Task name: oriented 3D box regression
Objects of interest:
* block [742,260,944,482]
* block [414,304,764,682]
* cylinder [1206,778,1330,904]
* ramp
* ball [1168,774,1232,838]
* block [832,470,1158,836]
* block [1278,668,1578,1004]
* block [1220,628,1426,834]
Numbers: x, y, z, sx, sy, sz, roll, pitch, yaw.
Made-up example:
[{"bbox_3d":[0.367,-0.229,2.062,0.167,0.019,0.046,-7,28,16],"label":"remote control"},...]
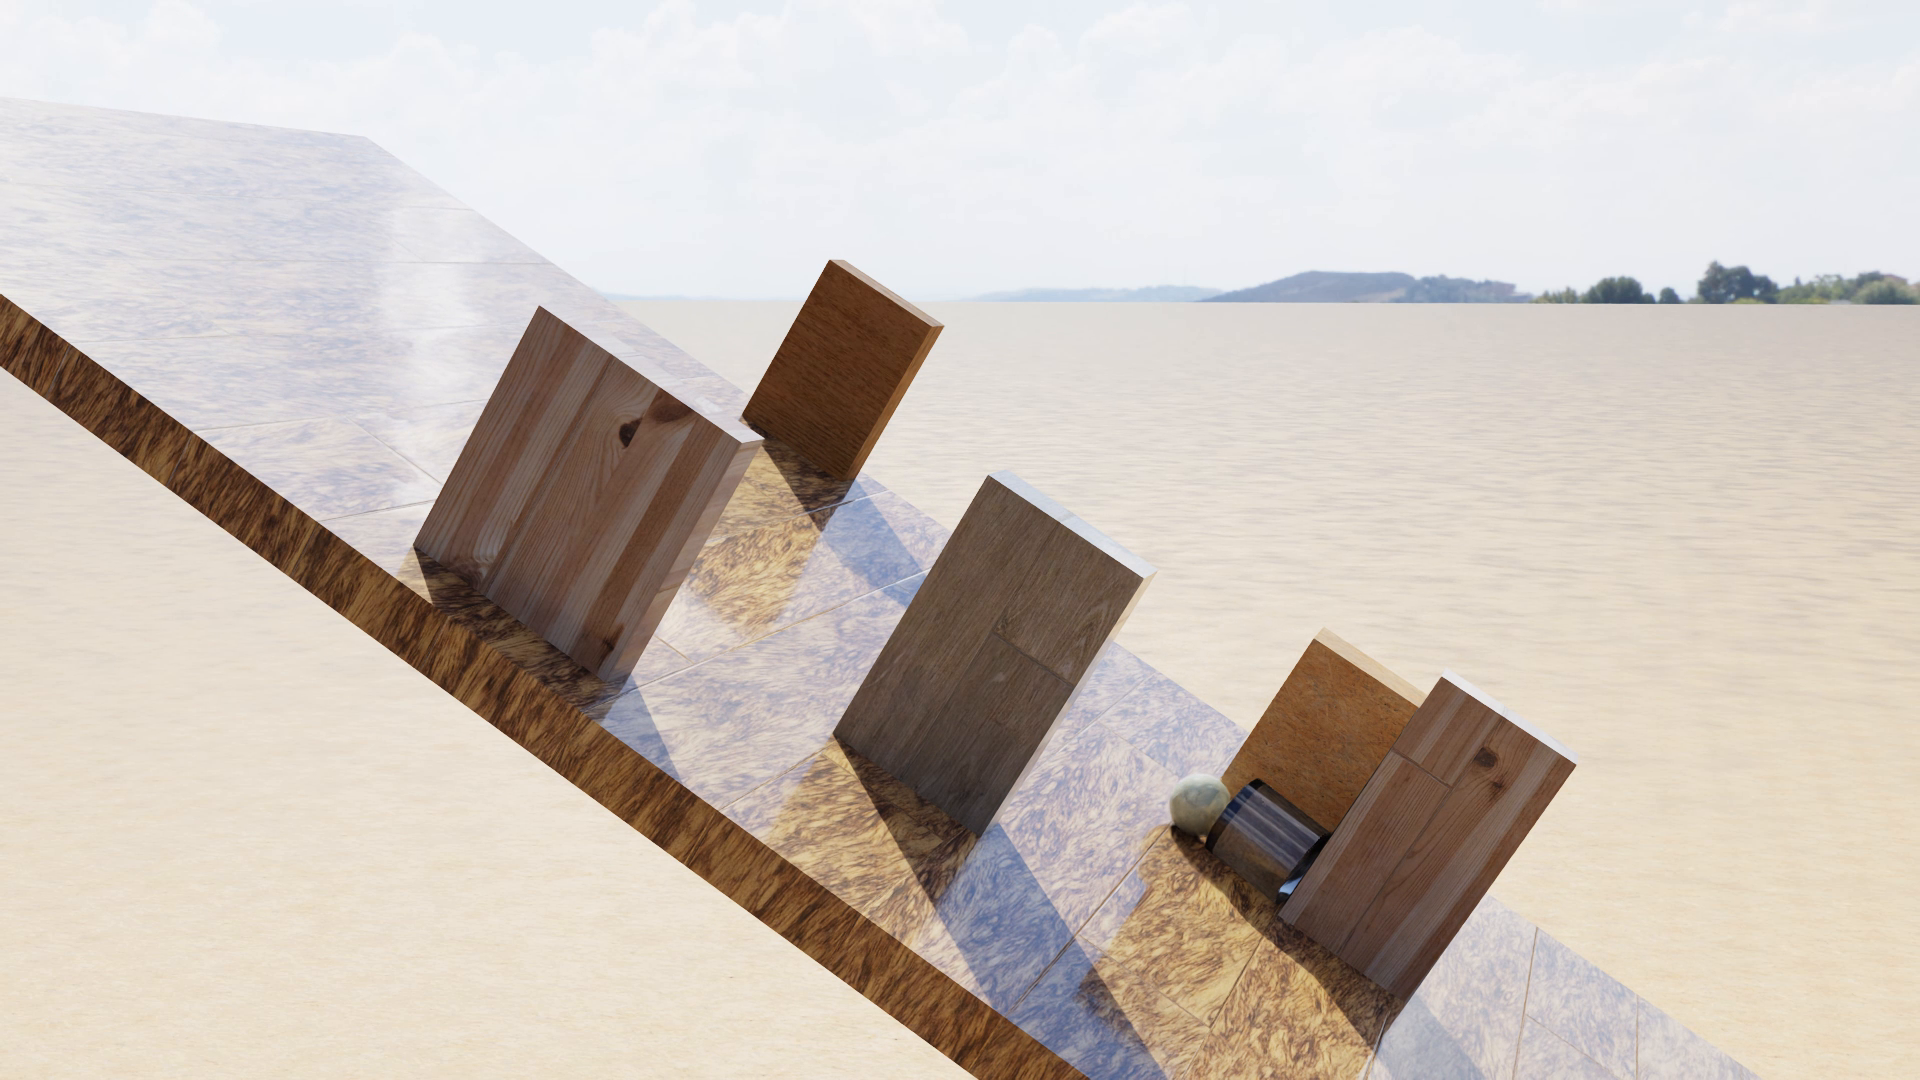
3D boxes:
[{"bbox_3d":[-0.266,-0.384,4.984,0.283,0.412,0.095,34,15,11],"label":"block"},{"bbox_3d":[-0.568,-0.072,3.338,0.380,0.432,0.087,34,15,11],"label":"block"},{"bbox_3d":[0.568,0.555,4.054,0.165,0.165,0.165,37,23,22],"label":"cylinder"},{"bbox_3d":[-0.157,0.259,4.114,4.000,0.100,2.000,34,15,11],"label":"ramp"},{"bbox_3d":[0.449,0.496,4.106,0.117,0.117,0.117,0,7,0],"label":"ball"},{"bbox_3d":[0.054,0.183,3.577,0.299,0.510,0.107,34,15,11],"label":"block"},{"bbox_3d":[0.835,0.529,3.937,0.274,0.534,0.090,34,15,11],"label":"block"},{"bbox_3d":[0.675,0.422,4.181,0.257,0.428,0.138,34,15,11],"label":"block"}]
